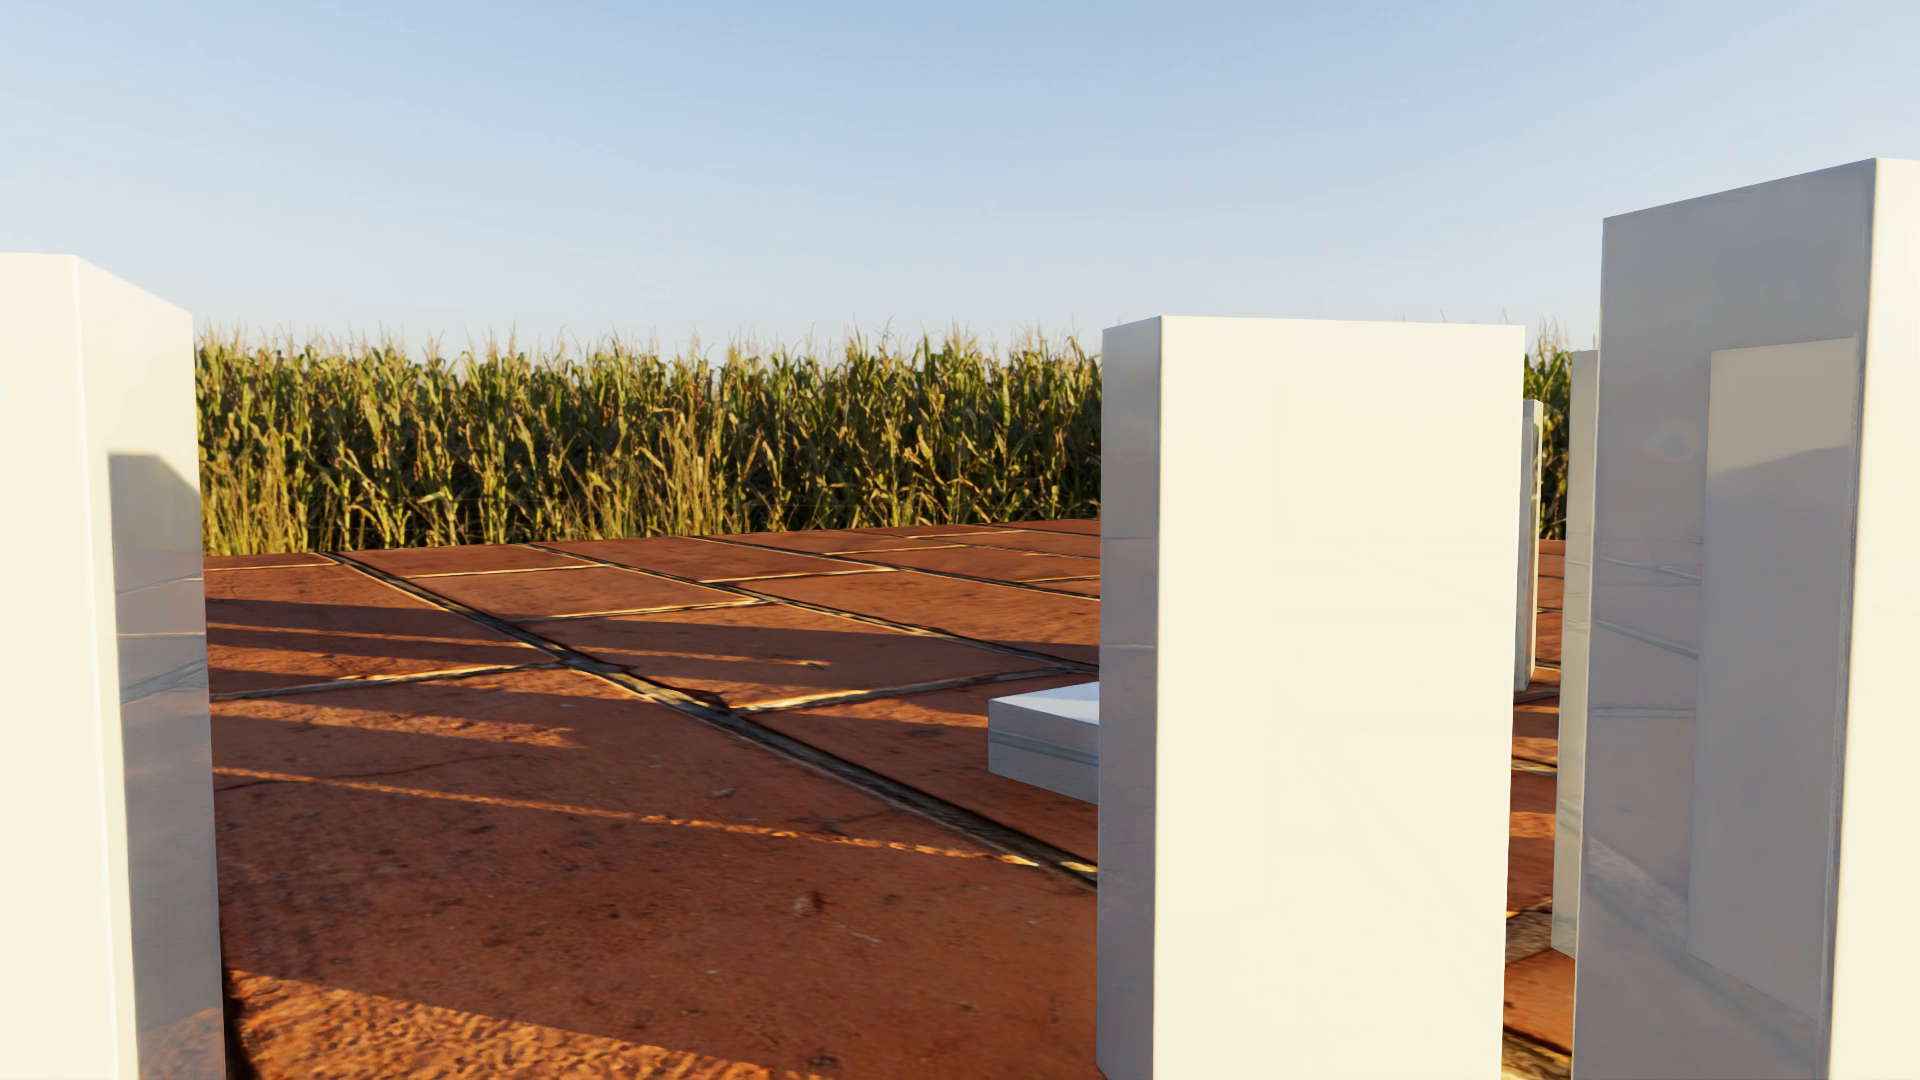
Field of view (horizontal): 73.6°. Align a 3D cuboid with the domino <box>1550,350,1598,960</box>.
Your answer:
[{"bbox_3d":[0.058,0.010,0.096,0.010,0.050,0.025,-1,4,-18],"label":"domino"}]

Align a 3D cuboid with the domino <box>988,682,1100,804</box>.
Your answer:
[{"bbox_3d":[0.029,0.026,0.155,0.025,0.009,0.050,-3,6,-39],"label":"domino"}]

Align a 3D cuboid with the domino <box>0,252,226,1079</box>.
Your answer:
[{"bbox_3d":[-0.044,0.013,0.063,0.010,0.050,0.025,-2,5,-22],"label":"domino"}]

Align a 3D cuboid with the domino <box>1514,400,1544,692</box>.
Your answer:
[{"bbox_3d":[0.098,0.000,0.231,0.009,0.050,0.025,2,5,27],"label":"domino"}]

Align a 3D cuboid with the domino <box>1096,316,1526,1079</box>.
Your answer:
[{"bbox_3d":[0.023,0.011,0.085,0.025,0.050,0.009,-1,4,-15],"label":"domino"}]

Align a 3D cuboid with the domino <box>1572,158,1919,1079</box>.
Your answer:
[{"bbox_3d":[0.035,0.014,0.043,0.025,0.050,0.009,-1,4,-16],"label":"domino"}]
